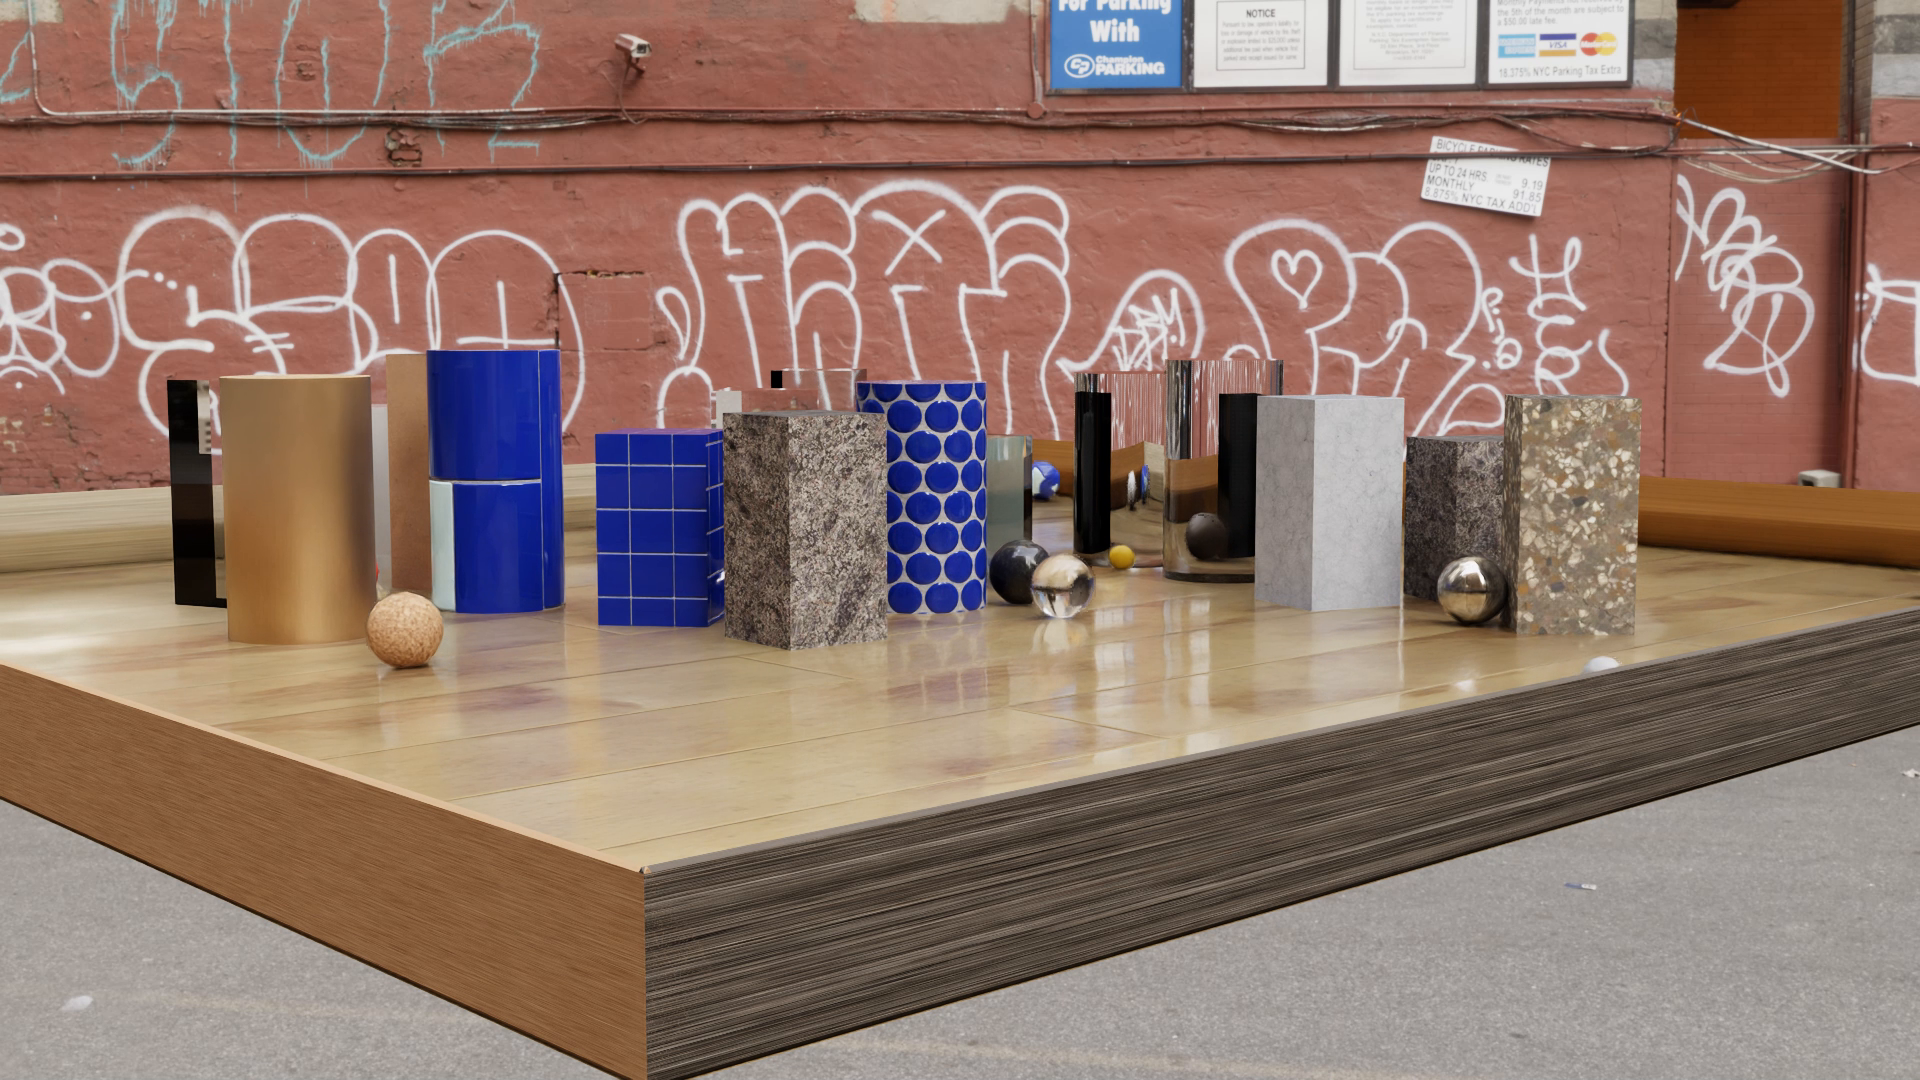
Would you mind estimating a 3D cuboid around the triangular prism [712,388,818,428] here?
[{"bbox_3d":[-0.327,-0.074,3.428,0.172,0.324,0.149,-3,7,-26],"label":"triangular prism"}]

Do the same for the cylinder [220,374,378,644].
[{"bbox_3d":[-0.907,-0.047,3.019,0.198,0.355,0.198,0,6,0],"label":"cylinder"}]

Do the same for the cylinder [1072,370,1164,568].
[{"bbox_3d":[0.300,-0.129,3.899,0.198,0.336,0.198,0,6,0],"label":"cylinder"}]

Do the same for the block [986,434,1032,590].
[{"bbox_3d":[0.010,-0.051,3.610,0.159,0.241,0.159,4,7,33],"label":"block"}]

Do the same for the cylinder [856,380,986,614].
[{"bbox_3d":[-0.059,-0.070,3.323,0.198,0.338,0.198,0,6,0],"label":"cylinder"}]

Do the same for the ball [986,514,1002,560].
[{"bbox_3d":[0.030,-0.004,3.895,0.089,0.089,0.089,0,6,0],"label":"ball"}]

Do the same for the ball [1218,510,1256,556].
[{"bbox_3d":[0.512,-0.013,3.996,0.085,0.085,0.085,0,6,0],"label":"ball"}]

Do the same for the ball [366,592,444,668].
[{"bbox_3d":[-0.696,0.112,2.755,0.094,0.094,0.094,0,6,0],"label":"ball"}]

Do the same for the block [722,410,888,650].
[{"bbox_3d":[-0.210,-0.019,2.985,0.159,0.307,0.159,-5,8,-39],"label":"block"}]

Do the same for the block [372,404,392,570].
[{"bbox_3d":[-0.991,-0.097,3.872,0.159,0.279,0.159,-2,6,-20],"label":"block"}]

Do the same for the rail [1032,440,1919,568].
[{"bbox_3d":[1.122,-0.074,4.362,0.045,0.129,2.833,-5,8,-42],"label":"rail"}]

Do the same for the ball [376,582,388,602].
[{"bbox_3d":[-0.848,0.089,3.155,0.058,0.058,0.058,0,6,0],"label":"ball"}]

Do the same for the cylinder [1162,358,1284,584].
[{"bbox_3d":[0.440,-0.120,3.681,0.198,0.364,0.198,0,6,0],"label":"cylinder"}]

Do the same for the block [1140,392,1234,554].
[{"bbox_3d":[0.425,-0.128,4.115,0.159,0.291,0.159,1,6,11],"label":"block"}]

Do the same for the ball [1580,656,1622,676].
[{"bbox_3d":[0.739,0.158,2.527,0.050,0.050,0.050,0,6,0],"label":"ball"}]

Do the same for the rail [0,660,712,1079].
[{"bbox_3d":[-1.122,0.141,2.302,0.045,0.129,2.833,-5,8,-42],"label":"rail"}]

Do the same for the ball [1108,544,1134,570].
[{"bbox_3d":[0.277,0.030,3.792,0.043,0.043,0.043,0,6,0],"label":"ball"}]

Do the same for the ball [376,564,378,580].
[{"bbox_3d":[-0.963,0.051,3.539,0.053,0.053,0.053,0,6,0],"label":"ball"}]

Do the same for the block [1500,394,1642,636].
[{"bbox_3d":[0.856,-0.039,3.097,0.159,0.325,0.159,1,6,5],"label":"block"}]

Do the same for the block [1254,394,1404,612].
[{"bbox_3d":[0.562,-0.061,3.357,0.159,0.314,0.159,-3,7,-24],"label":"block"}]

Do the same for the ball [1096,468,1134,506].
[{"bbox_3d":[0.355,-0.120,5.015,0.088,0.088,0.088,0,6,0],"label":"ball"}]

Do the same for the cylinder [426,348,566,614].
[{"bbox_3d":[-0.700,-0.094,3.320,0.198,0.386,0.198,0,6,0],"label":"cylinder"}]

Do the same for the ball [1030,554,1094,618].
[{"bbox_3d":[0.149,0.067,3.196,0.093,0.093,0.093,0,6,0],"label":"ball"}]

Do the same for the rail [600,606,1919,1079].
[{"bbox_3d":[0.945,0.140,2.314,3.101,0.129,0.045,-5,8,-42],"label":"rail"}]

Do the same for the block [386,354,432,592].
[{"bbox_3d":[-0.807,-0.112,3.554,0.159,0.375,0.159,4,7,32],"label":"block"}]

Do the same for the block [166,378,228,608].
[{"bbox_3d":[-1.088,-0.076,3.365,0.159,0.341,0.159,3,7,25],"label":"block"}]

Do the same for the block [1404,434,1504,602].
[{"bbox_3d":[0.799,-0.033,3.409,0.159,0.248,0.159,-2,6,-17],"label":"block"}]

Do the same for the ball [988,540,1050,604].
[{"bbox_3d":[0.093,0.049,3.342,0.099,0.099,0.099,0,6,0],"label":"ball"}]

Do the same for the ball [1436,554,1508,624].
[{"bbox_3d":[0.729,0.071,3.130,0.099,0.099,0.099,0,6,0],"label":"ball"}]

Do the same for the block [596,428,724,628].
[{"bbox_3d":[-0.426,-0.021,3.179,0.159,0.272,0.159,1,6,7],"label":"block"}]

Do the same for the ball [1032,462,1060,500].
[{"bbox_3d":[0.190,-0.139,5.173,0.093,0.093,0.093,0,6,0],"label":"ball"}]

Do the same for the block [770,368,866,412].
[{"bbox_3d":[-0.272,-0.165,4.273,0.159,0.331,0.159,1,6,7],"label":"block"}]

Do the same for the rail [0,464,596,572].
[{"bbox_3d":[-0.945,-0.073,4.350,3.101,0.129,0.045,-5,8,-42],"label":"rail"}]
